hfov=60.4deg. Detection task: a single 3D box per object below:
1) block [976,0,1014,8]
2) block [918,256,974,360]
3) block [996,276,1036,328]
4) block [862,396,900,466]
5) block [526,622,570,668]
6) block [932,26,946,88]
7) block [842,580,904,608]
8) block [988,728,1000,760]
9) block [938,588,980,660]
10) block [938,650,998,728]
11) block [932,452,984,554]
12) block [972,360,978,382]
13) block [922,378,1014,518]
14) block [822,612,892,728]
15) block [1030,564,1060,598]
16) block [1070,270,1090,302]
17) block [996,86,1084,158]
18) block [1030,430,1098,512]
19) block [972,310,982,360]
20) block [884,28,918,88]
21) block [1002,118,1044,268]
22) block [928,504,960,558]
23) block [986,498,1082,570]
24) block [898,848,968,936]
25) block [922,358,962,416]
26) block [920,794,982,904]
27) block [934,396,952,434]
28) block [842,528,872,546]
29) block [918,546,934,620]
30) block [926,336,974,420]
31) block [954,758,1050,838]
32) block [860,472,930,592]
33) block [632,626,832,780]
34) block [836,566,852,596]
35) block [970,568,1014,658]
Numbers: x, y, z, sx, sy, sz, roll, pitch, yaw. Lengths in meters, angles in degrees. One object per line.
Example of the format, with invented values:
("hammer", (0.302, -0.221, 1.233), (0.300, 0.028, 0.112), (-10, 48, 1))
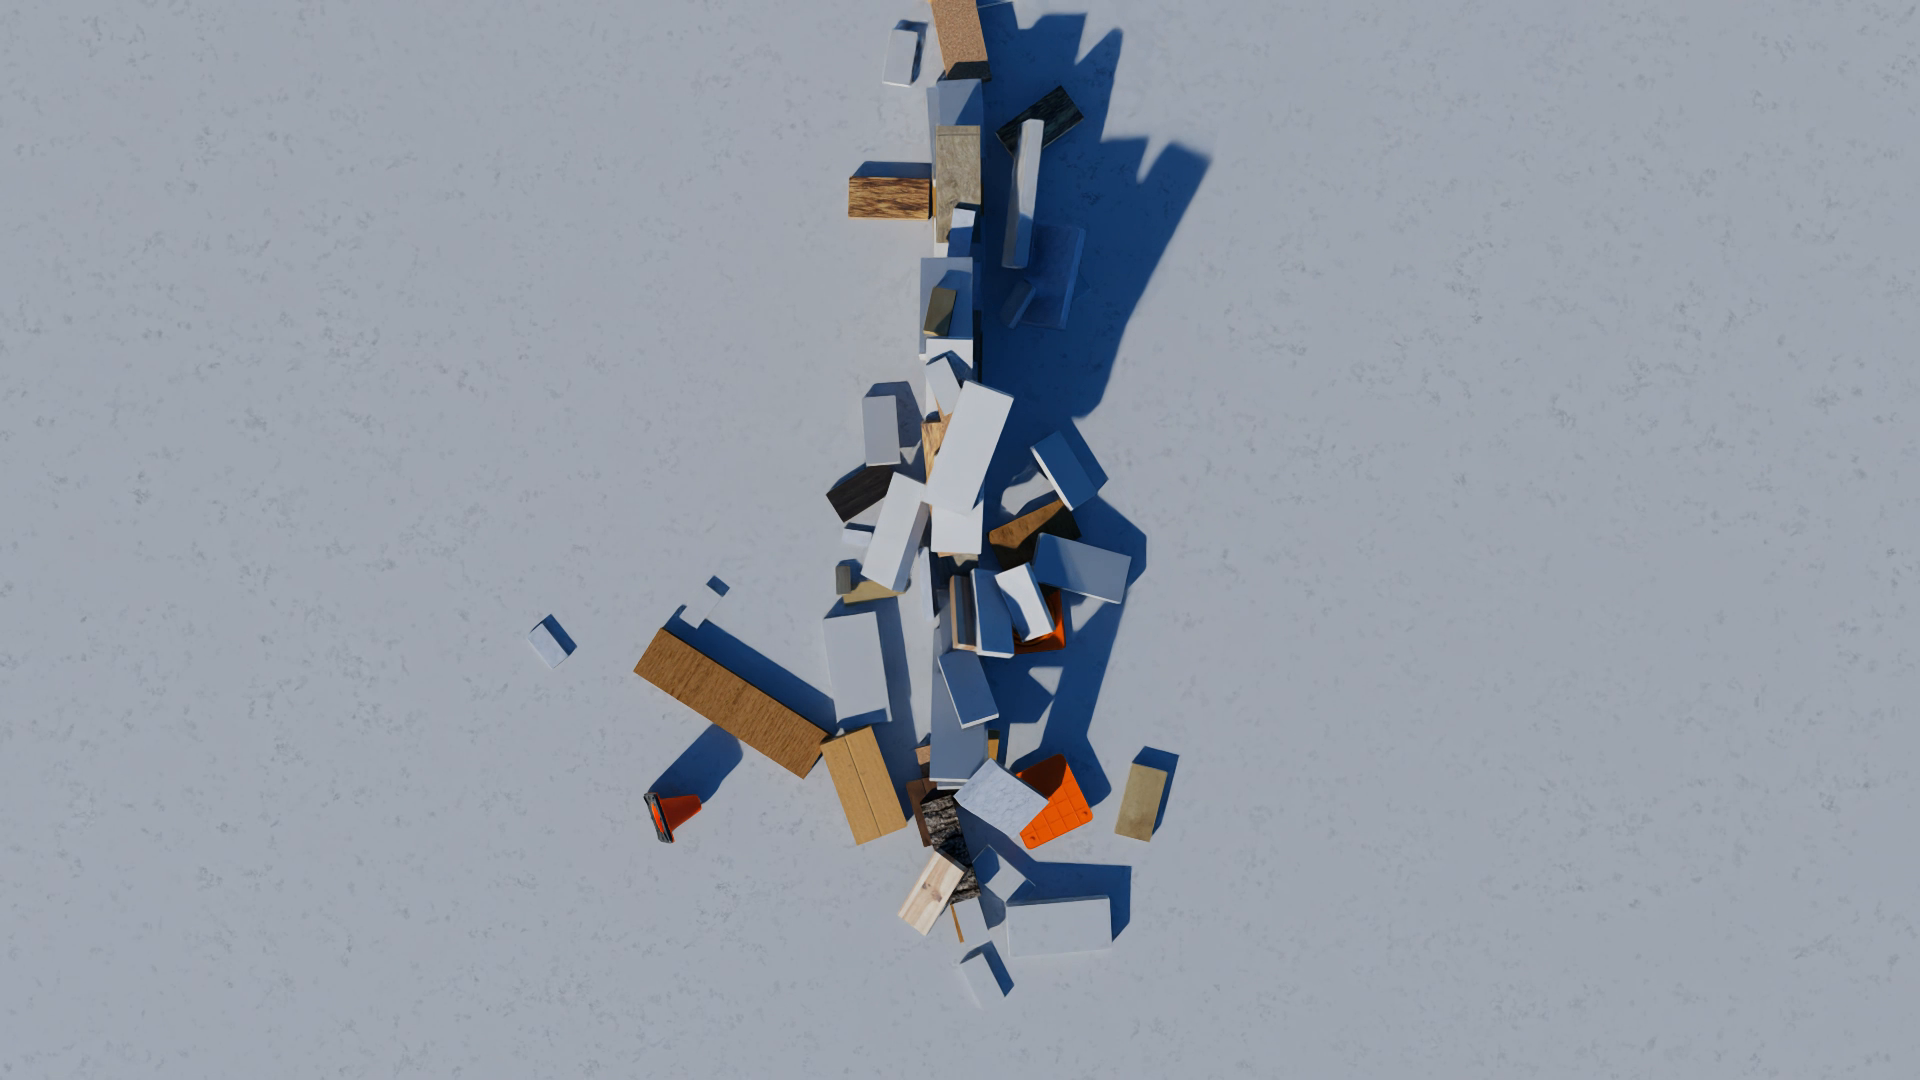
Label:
("block", (0.135, -1.833, 5.487), (0.177, 0.025, 0.089), (-12, 90, 0))
("block", (-0.042, -0.728, 5.185), (0.165, 0.047, 0.330), (-1, 73, 3))
("block", (0.185, -0.785, 5.442), (0.076, 0.021, 0.151), (46, 114, 33))
("block", (-0.261, -0.362, 5.466), (0.113, 0.032, 0.226), (-5, 81, 0))
("block", (-1.372, 0.353, 5.490), (0.070, 0.020, 0.140), (-39, 90, 0))
("block", (-0.006, -1.436, 5.481), (0.133, 0.038, 0.546), (-4, 90, 0))
("block", (-0.290, 0.168, 5.490), (0.202, 0.020, 0.070), (-13, 90, 0))
("block", (0.068, 0.732, 5.485), (0.105, 0.030, 0.211), (7, 90, 0))
("block", (-0.005, 0.280, 5.440), (0.124, 0.035, 0.248), (-4, 70, -2))
("block", (0.026, 0.473, 5.316), (0.124, 0.035, 0.248), (-17, 65, -9))
("block", (-0.006, -0.115, 5.166), (0.158, 0.045, 0.315), (3, 110, 2))
("block", (-0.010, -0.448, 5.282), (0.130, 0.037, 0.260), (1, 109, 1))
("block", (0.022, -0.281, 5.061), (0.158, 0.045, 0.400), (20, 106, -3))
("block", (-0.341, 0.430, 5.475), (0.179, 0.051, 0.364), (-9, 90, 0))
("block", (0.285, 0.121, 5.451), (0.238, 0.034, 0.119), (-29, 87, -15))
("block", (0.360, -0.876, 5.489), (0.076, 0.021, 0.151), (-35, 90, 0))
("block", (0.265, -1.376, 5.481), (0.266, 0.038, 0.133), (-36, 90, 0))
("block", (0.344, -0.230, 5.463), (0.113, 0.032, 0.249), (-32, 90, -24))
("block", (-0.004, -0.605, 5.269), (0.130, 0.037, 0.260), (3, 108, 0))
("block", (-0.197, -1.603, 5.487), (0.089, 0.025, 0.177), (9, 90, 0))
("block", (0.204, -1.127, 5.391), (0.047, 0.165, 0.467), (5, 96, -13))
("block", (-0.030, -0.075, 5.304), (0.122, 0.035, 0.244), (-9, 103, 3))
("block", (0.245, -0.017, 5.480), (0.285, 0.040, 0.143), (-25, 90, 0))
("block", (-0.091, 1.157, 5.422), (0.119, 0.034, 0.280), (35, 111, 14))
("block", (-0.045, -0.471, 5.066), (0.081, 0.023, 0.161), (-25, 89, 4))
("block", (-0.031, 1.017, 5.428), (0.105, 0.030, 0.349), (-17, 93, 0))
("block", (-0.022, -0.388, 5.090), (0.081, 0.023, 0.161), (-14, 90, 5))
("block", (-0.343, -0.008, 5.493), (0.096, 0.014, 0.048), (8, 90, 0))
("block", (-0.111, 0.143, 5.440), (0.034, 0.120, 0.239), (-5, 90, 0))
("block", (-0.033, -0.445, 5.139), (0.143, 0.040, 0.376), (2, 110, 2))
("block", (0.137, 0.835, 5.313), (0.171, 0.342, 0.048), (-46, 48, 2))
("block", (-0.201, -0.027, 5.400), (0.051, 0.179, 0.357), (14, 97, -41))
("block", (-0.754, 0.541, 5.476), (0.670, 0.048, 0.171), (32, 90, 0))
("block", (-0.388, 0.135, 5.479), (0.048, 0.014, 0.096), (-5, 74, 3))
("block", (0.104, 0.238, 5.383), (0.120, 0.034, 0.294), (8, 61, -26))
